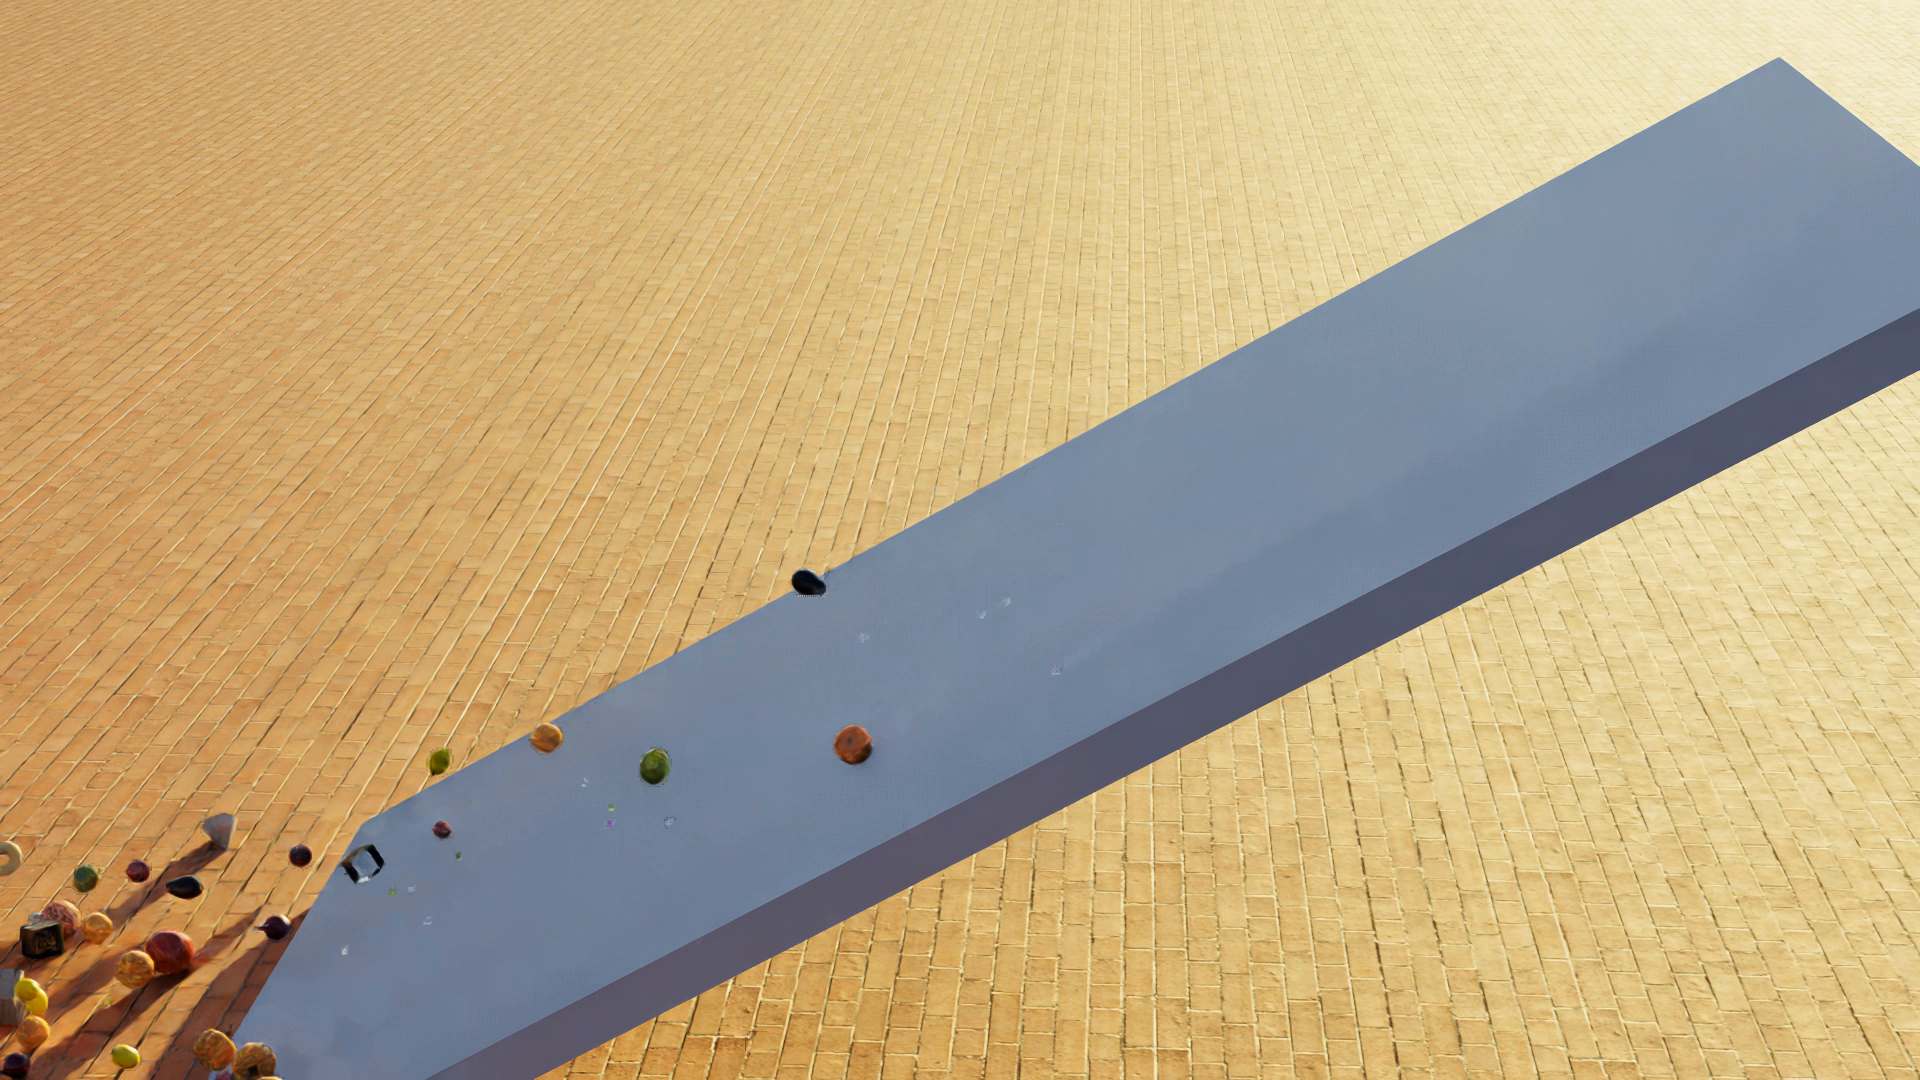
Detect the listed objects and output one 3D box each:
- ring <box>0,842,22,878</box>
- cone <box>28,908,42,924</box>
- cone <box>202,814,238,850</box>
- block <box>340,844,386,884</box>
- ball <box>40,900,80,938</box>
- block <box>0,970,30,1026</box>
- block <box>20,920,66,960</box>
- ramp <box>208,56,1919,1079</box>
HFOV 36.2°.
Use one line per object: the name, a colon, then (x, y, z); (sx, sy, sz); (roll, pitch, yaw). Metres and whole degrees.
ring: (-2.259, 0.755, 6.947); (0.089, 0.030, 0.089); (0, 61, 0)
cone: (-2.251, 0.924, 7.231); (0.054, 0.054, 0.054); (13, 12, 33)
cone: (-1.929, 0.781, 7.699); (0.092, 0.092, 0.092); (-8, 47, -22)
block: (-1.445, 0.784, 7.124); (0.064, 0.064, 0.064); (-18, 20, 43)
ball: (-2.197, 0.928, 7.180); (0.095, 0.095, 0.095); (0, 19, 0)
block: (-2.207, 1.053, 6.774); (0.090, 0.090, 0.090); (0, 39, 0)
block: (-2.210, 0.962, 7.084); (0.073, 0.073, 0.073); (-12, 10, -43)
ramp: (0.142, 0.168, 6.285); (4.000, 0.100, 2.000); (-28, 15, 12)
